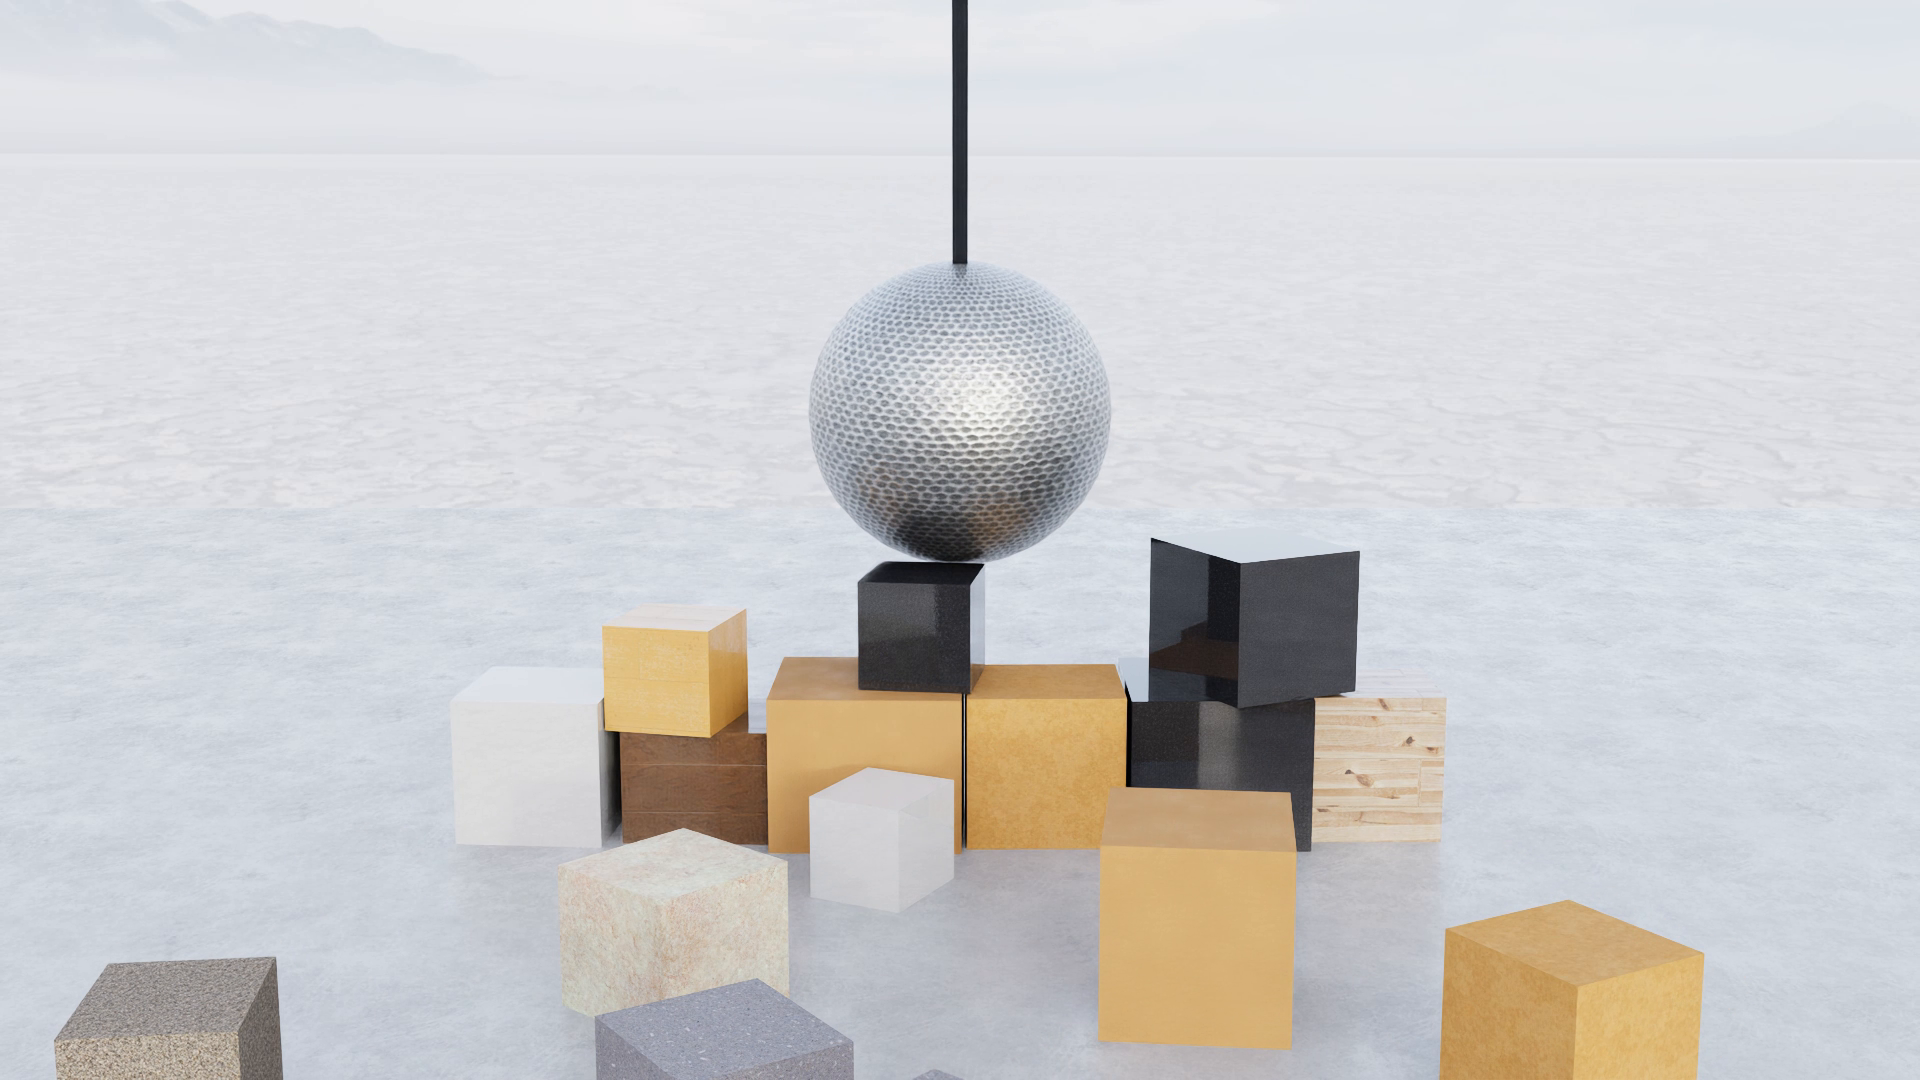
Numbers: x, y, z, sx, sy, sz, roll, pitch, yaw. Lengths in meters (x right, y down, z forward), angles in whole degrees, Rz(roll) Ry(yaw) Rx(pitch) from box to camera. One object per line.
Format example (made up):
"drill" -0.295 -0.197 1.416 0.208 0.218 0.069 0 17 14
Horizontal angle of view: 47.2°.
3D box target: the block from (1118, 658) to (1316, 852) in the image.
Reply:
"block" 1.301 1.094 11.382 0.907 0.775 0.933 0 10 0

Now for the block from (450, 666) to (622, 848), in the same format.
"block" -2.144 1.110 11.380 0.749 0.745 0.739 1 10 5

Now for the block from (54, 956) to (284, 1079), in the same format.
"block" -2.673 1.864 7.503 0.574 0.649 0.676 -1 10 -7

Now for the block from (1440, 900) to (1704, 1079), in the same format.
"block" 2.212 1.770 7.992 0.622 0.659 0.653 -6 12 -30

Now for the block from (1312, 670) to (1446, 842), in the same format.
"block" 2.100 1.106 11.376 0.676 0.753 0.607 0 10 0

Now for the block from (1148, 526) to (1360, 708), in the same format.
"block" 1.483 0.373 11.165 0.719 0.721 0.795 -5 12 -28

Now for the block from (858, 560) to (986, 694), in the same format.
"block" -0.189 0.437 11.217 0.567 0.553 0.572 1 10 8

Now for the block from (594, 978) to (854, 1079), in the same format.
"block" -0.787 1.916 7.333 0.618 0.607 0.662 -7 12 -33

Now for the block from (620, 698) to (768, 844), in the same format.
"block" -1.326 1.188 11.404 0.738 0.581 0.698 0 10 2

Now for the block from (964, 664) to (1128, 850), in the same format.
"block" 0.426 1.104 11.325 0.794 0.776 0.736 0 10 -1

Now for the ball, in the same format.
"ball" 0.000 -0.668 11.582 1.600 1.600 1.600 0 10 0

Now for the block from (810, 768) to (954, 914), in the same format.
"block" -0.365 1.413 10.425 0.474 0.491 0.551 5 12 27

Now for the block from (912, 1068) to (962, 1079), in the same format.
"block" -0.010 2.058 6.224 0.794 0.724 0.720 9 13 40

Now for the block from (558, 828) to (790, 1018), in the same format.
"block" -1.171 1.613 9.016 0.650 0.601 0.667 9 14 42

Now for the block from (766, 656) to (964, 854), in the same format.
"block" -0.466 1.094 11.347 0.962 0.787 0.926 0 10 1

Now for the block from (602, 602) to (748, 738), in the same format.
"block" -1.443 0.654 11.208 0.560 0.540 0.569 3 11 14

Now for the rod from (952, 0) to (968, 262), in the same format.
"rod" 0.000 -3.948 10.689 0.080 5.200 0.080 0 15 0

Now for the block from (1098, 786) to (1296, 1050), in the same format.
"block" 0.966 1.519 8.956 0.755 0.806 0.792 1 10 6
